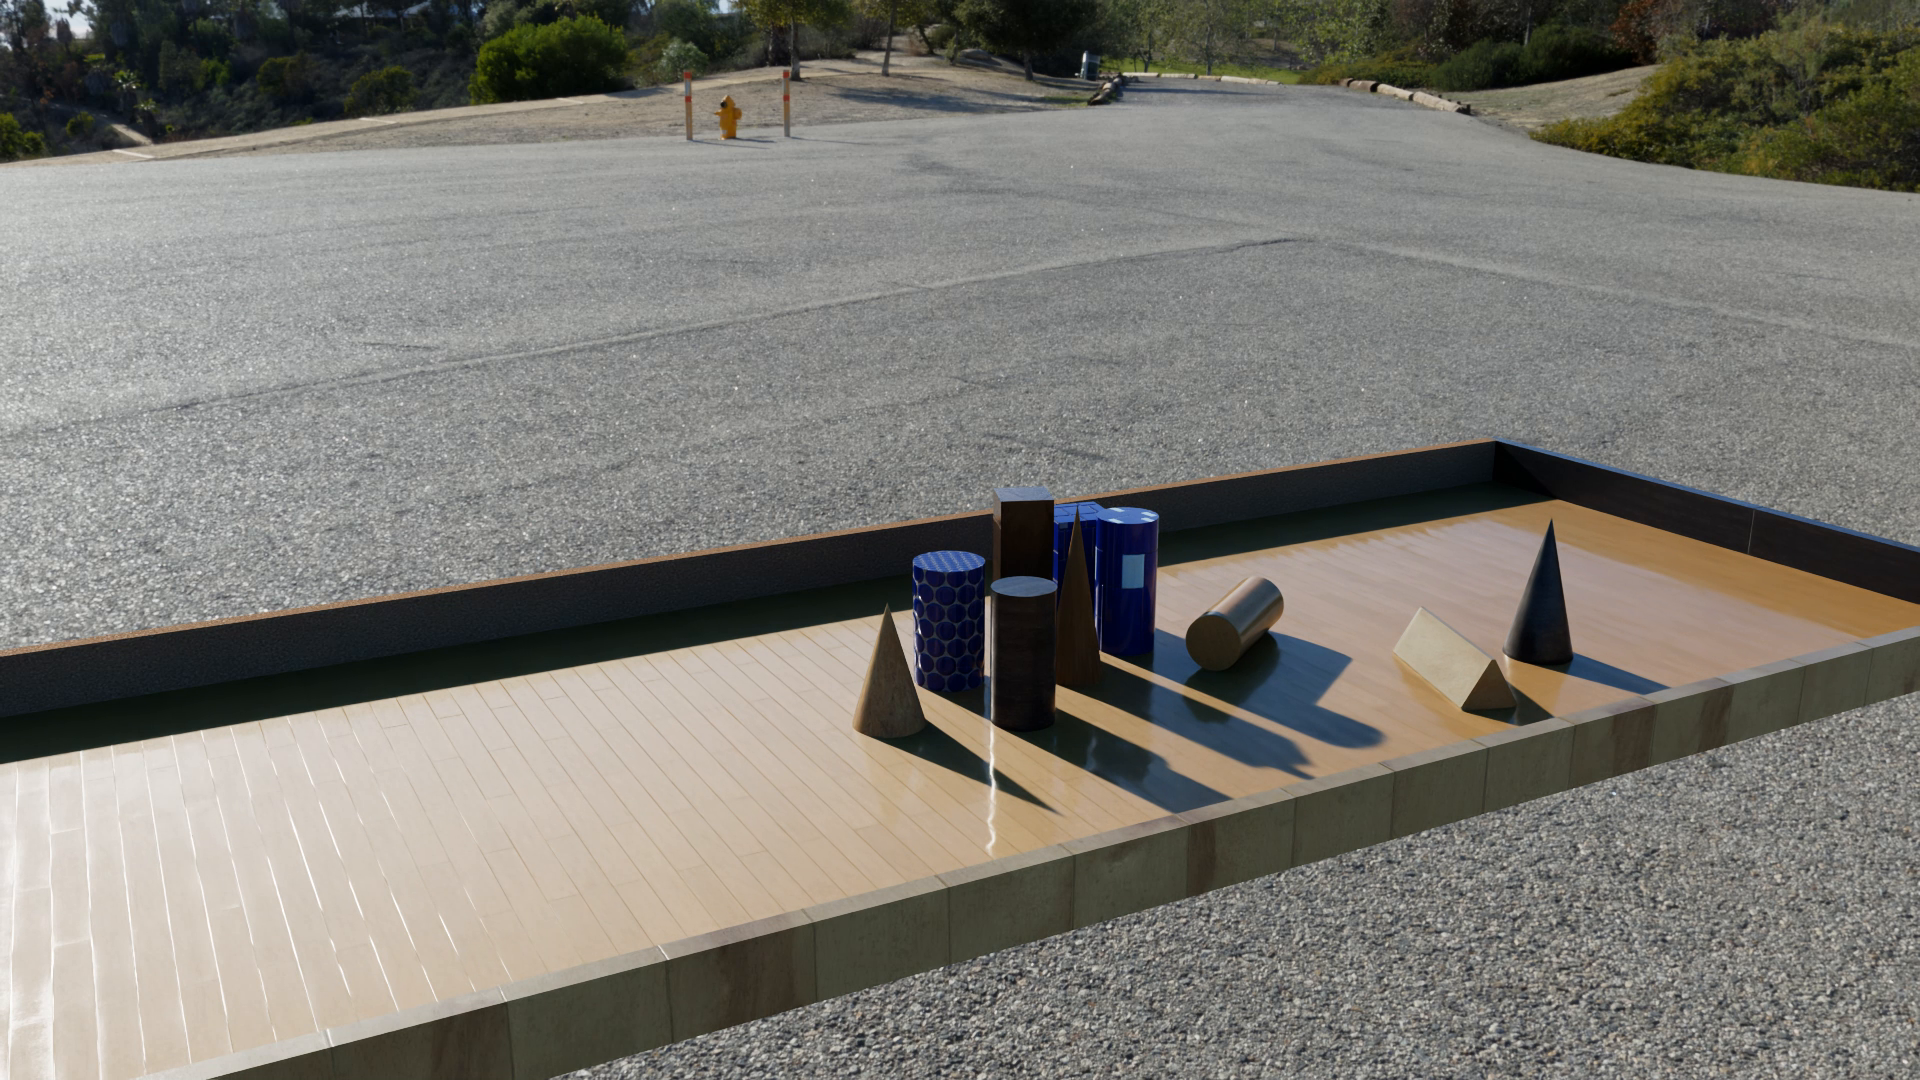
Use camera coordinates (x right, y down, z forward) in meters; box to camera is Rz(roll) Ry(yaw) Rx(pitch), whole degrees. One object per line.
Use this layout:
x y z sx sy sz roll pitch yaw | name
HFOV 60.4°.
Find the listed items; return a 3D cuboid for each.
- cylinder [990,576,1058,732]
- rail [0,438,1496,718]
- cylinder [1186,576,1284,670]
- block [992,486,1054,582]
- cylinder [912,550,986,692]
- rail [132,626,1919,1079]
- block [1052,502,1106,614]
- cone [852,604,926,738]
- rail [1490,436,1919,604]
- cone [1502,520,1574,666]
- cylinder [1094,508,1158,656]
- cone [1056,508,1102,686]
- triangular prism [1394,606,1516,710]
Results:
0.148 0.266 3.863 0.155 0.331 0.155 0 16 0 | cylinder
-3.305 0.497 3.399 12.000 0.150 0.050 -9 18 -27 | rail
0.729 0.217 4.355 0.147 0.147 0.369 8 18 26 | cylinder
0.164 0.082 4.333 0.138 0.420 0.138 -2 16 -7 | block
-0.028 0.201 4.119 0.180 0.311 0.180 0 16 0 | cylinder
-2.336 1.006 1.665 12.000 0.150 0.050 -9 18 -27 | rail
0.321 0.068 4.585 0.176 0.303 0.176 -5 17 -18 | block
-0.167 0.287 3.844 0.176 0.300 0.176 0 16 0 | cone
2.466 -0.048 5.253 0.050 0.150 2.100 -9 18 -27 | rail
1.519 0.120 4.286 0.179 0.373 0.179 0 16 0 | cone
0.437 0.108 4.350 0.162 0.359 0.162 0 16 0 | cylinder
0.289 0.129 4.115 0.147 0.451 0.147 0 16 0 | cone
1.241 0.288 4.144 0.142 0.123 0.401 -3 17 -9 | triangular prism
